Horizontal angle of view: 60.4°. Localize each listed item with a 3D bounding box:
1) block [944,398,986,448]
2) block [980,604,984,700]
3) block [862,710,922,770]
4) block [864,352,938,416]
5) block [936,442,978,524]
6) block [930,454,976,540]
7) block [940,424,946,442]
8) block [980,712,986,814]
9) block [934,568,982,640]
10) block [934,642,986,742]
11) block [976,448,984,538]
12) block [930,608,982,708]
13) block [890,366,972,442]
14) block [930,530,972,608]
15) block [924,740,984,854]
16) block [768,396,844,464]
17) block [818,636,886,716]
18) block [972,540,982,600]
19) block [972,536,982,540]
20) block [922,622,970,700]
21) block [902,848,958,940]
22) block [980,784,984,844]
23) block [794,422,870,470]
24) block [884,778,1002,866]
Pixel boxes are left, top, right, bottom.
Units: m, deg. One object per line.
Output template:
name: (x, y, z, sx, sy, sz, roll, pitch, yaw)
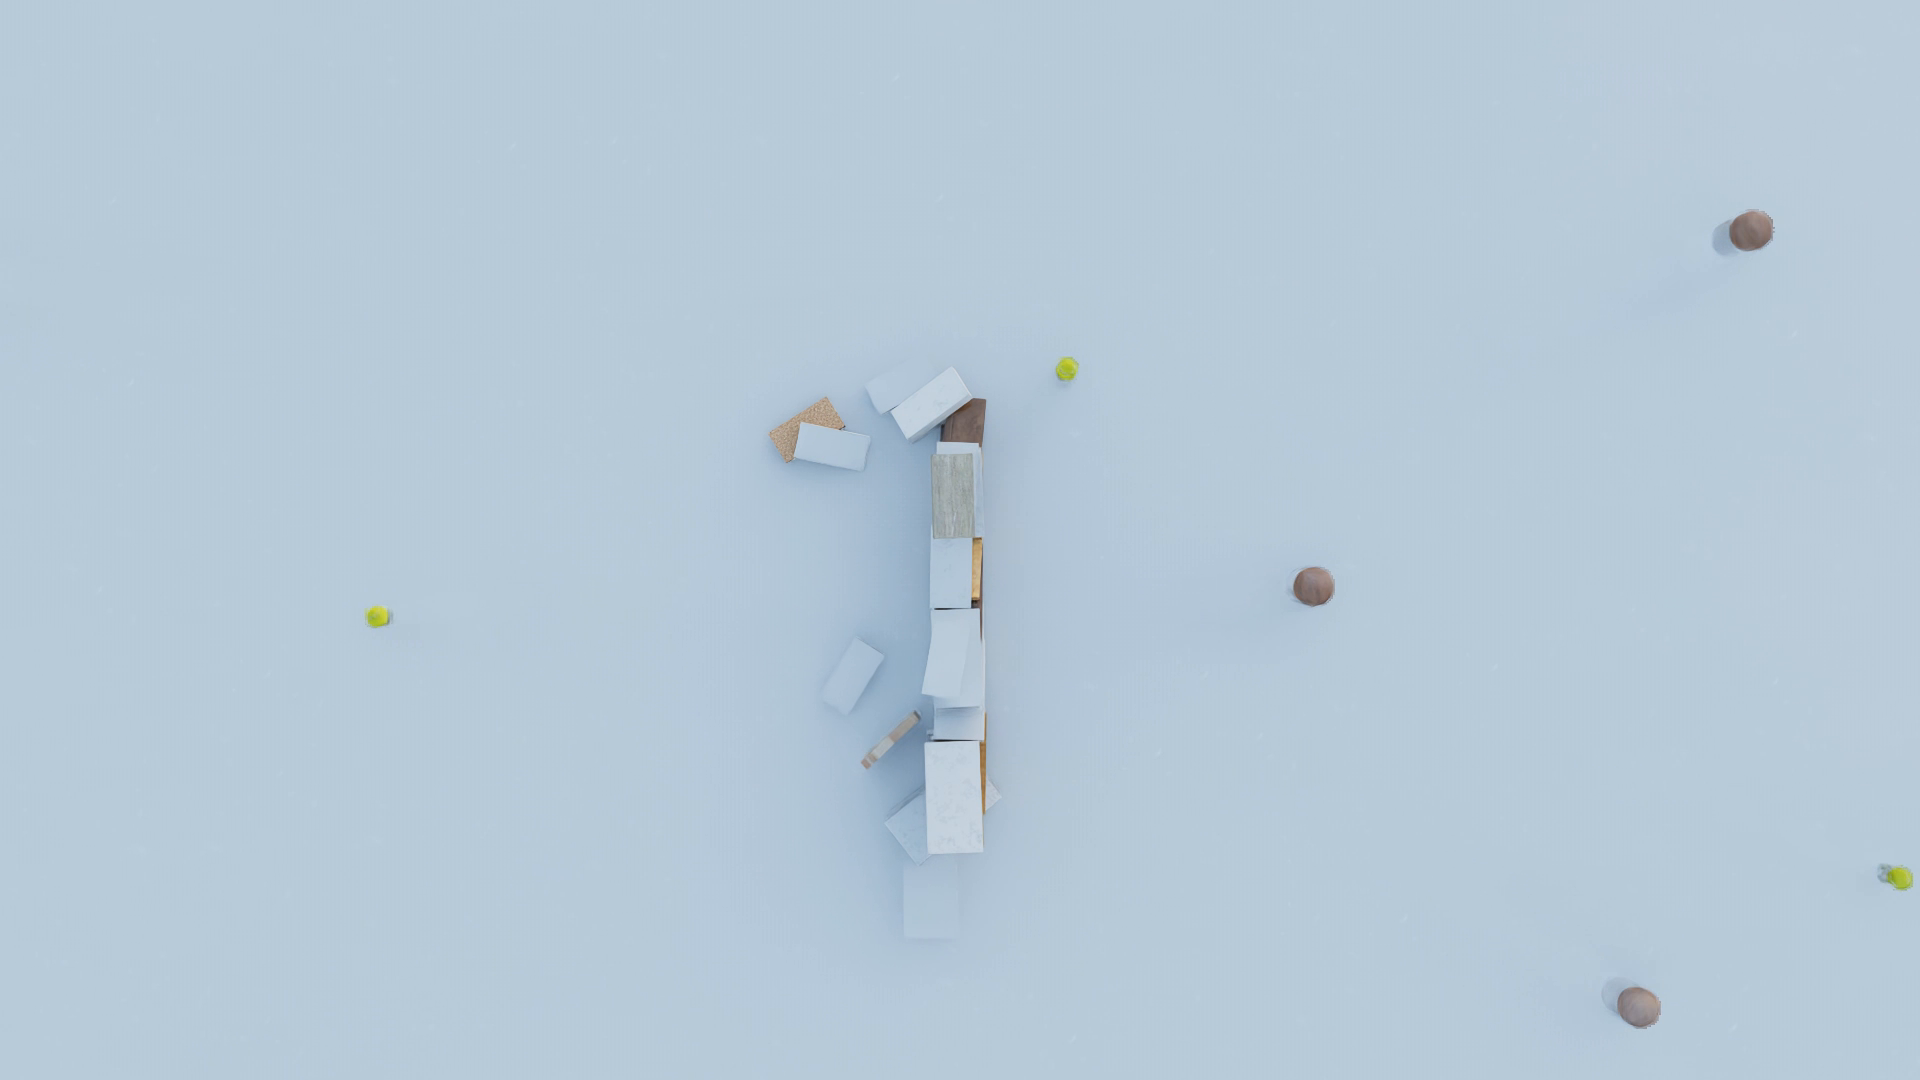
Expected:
block: (0.013, -0.344, 5.420, 0.126, 0.036, 0.253, 5, 74, 1)
block: (0.000, 0.368, 5.421, 0.157, 0.044, 0.314, 0, 73, 0)
block: (-0.226, 0.659, 5.441, 0.235, 0.117, 0.033, -43, 87, 0)
block: (-0.191, -0.521, 5.484, 0.230, 0.033, 0.115, -29, 90, 0)
block: (-0.012, -0.178, 5.290, 0.134, 0.038, 0.267, 2, 83, 2)
block: (-0.022, -0.139, 5.248, 0.134, 0.038, 0.267, -2, 83, 2)
block: (-0.006, -0.253, 5.431, 0.126, 0.036, 0.253, 3, 74, 1)
block: (0.003, 0.734, 5.422, 0.165, 0.047, 0.329, 1, 78, 0)
block: (-0.004, 0.168, 5.434, 0.157, 0.044, 0.314, 1, 74, 0)
block: (-0.001, 0.498, 5.430, 0.165, 0.047, 0.329, 1, 73, 0)
block: (0.002, -0.153, 5.351, 0.144, 0.041, 0.289, -2, 93, 2)
block: (-0.011, 0.382, 5.341, 0.157, 0.044, 0.314, -2, 86, 0)
block: (-0.094, -0.446, 5.434, 0.253, 0.036, 0.126, -36, 62, 10)
block: (-0.028, 0.086, 5.332, 0.134, 0.038, 0.267, 1, 98, 1)
block: (-0.020, 0.828, 5.306, 0.177, 0.050, 0.354, -2, 78, 0)
block: (-0.510, -0.366, 5.484, 0.230, 0.033, 0.115, -32, 90, 0)
block: (-0.361, 0.452, 5.483, 0.117, 0.033, 0.235, 32, 90, 0)
block: (-0.001, 0.049, 5.425, 0.144, 0.041, 0.289, 4, 74, 1)
block: (0.001, -0.147, 5.440, 0.144, 0.041, 0.289, 1, 74, 0)
block: (-0.044, 0.387, 5.302, 0.117, 0.033, 0.235, 10, 86, 1)
block: (-0.100, 1.141, 5.475, 0.177, 0.050, 0.354, -1, 90, 0)
block: (-0.012, 0.830, 5.355, 0.165, 0.047, 0.329, -3, 78, 0)
block: (-0.425, -0.310, 5.458, 0.230, 0.033, 0.115, 11, 99, -8)
block: (-0.055, 0.892, 5.439, 0.354, 0.050, 0.177, -38, 81, -7)
